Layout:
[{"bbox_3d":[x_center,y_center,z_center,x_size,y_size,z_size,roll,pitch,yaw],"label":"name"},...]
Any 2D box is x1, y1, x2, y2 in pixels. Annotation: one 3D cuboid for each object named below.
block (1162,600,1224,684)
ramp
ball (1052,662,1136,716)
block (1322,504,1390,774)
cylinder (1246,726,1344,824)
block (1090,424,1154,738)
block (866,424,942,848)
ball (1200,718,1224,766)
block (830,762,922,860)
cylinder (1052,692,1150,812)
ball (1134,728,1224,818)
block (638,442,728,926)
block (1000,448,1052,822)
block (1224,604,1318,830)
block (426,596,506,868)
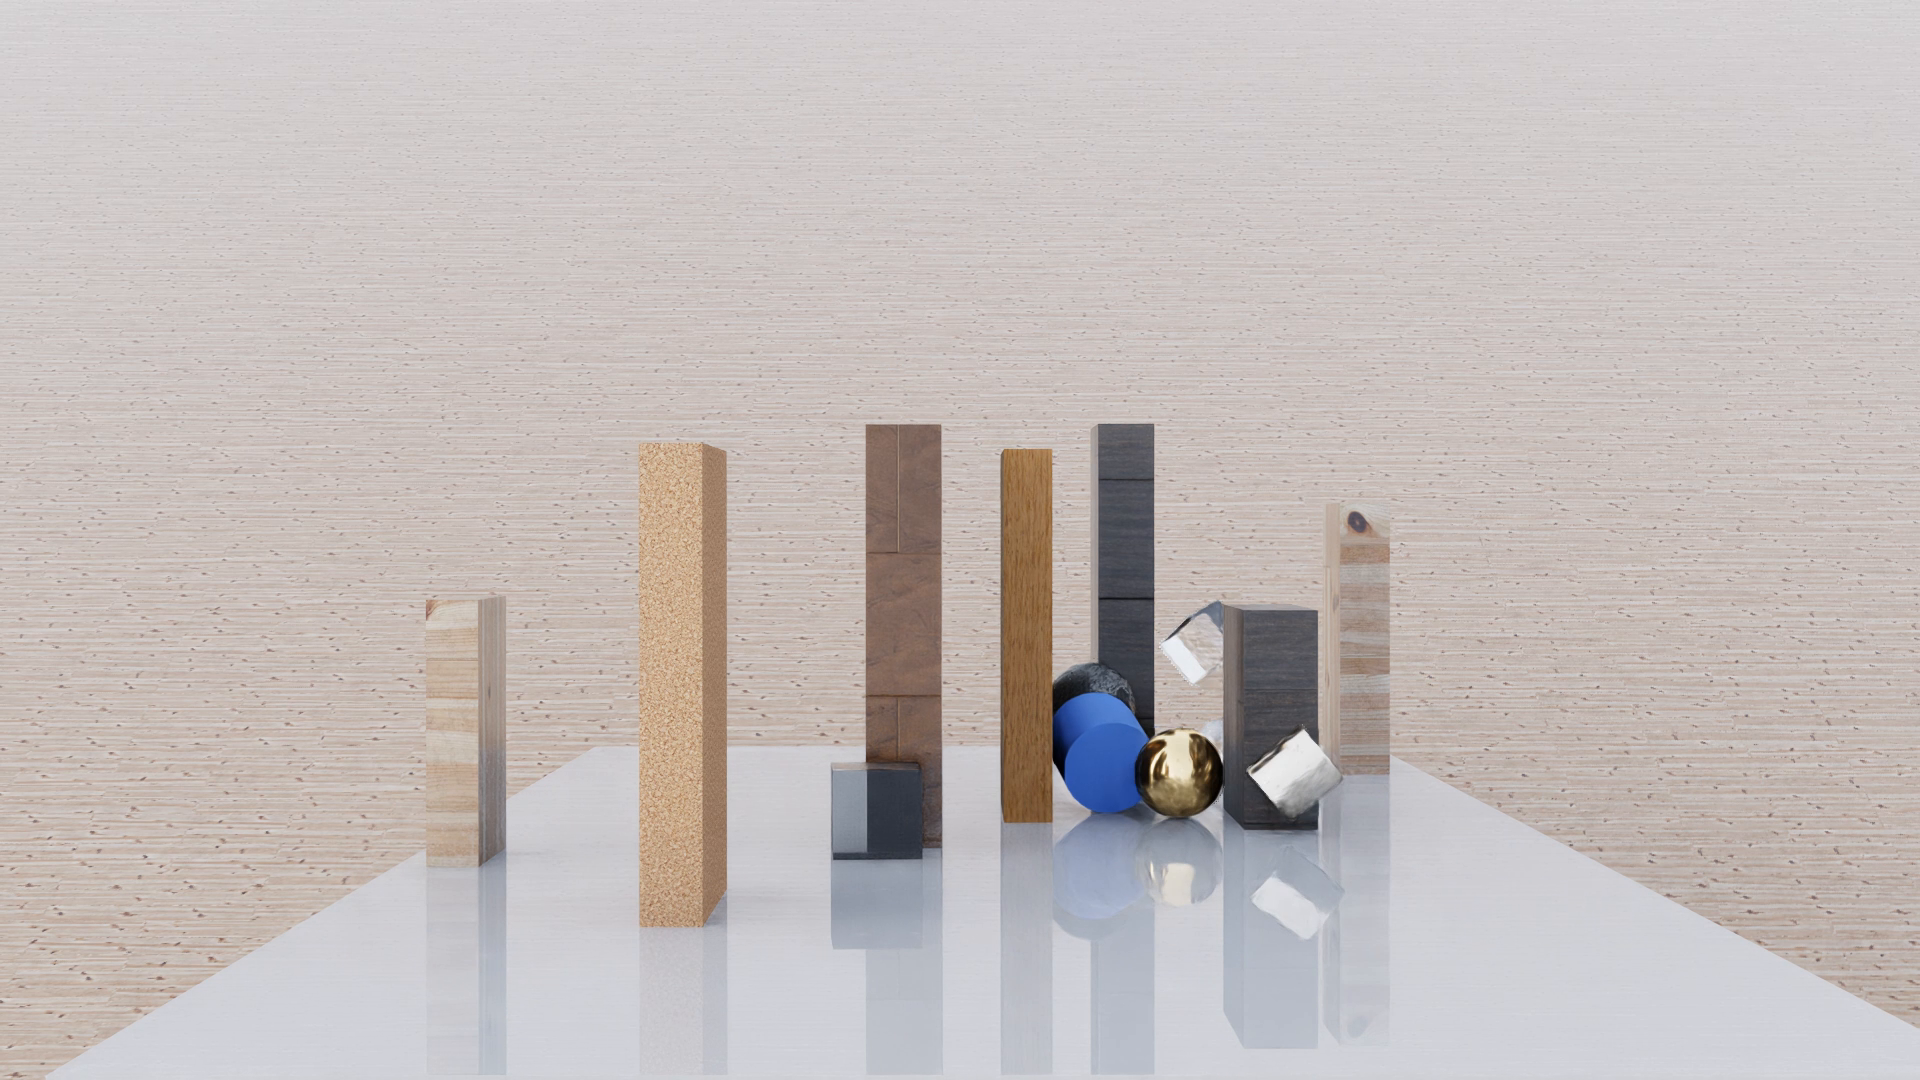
[{"bbox_3d":[0.666,0.276,7.013,0.140,0.140,0.140,-27,74,-46],"label":"block"},{"bbox_3d":[0.066,0.588,4.638,2.000,0.100,4.000,0,0,0],"label":"ramp"},{"bbox_3d":[0.268,0.344,5.315,0.185,0.185,0.185,0,29,0],"label":"ball"},{"bbox_3d":[0.918,0.224,6.006,0.113,0.616,0.278,0,0,0],"label":"block"},{"bbox_3d":[0.612,0.429,4.727,0.127,0.127,0.127,-40,35,1],"label":"cylinder"},{"bbox_3d":[0.347,0.145,5.560,0.118,0.778,0.312,0,0,0],"label":"block"},{"bbox_3d":[-0.099,0.168,4.659,0.133,0.740,0.288,0,0,0],"label":"block"},{"bbox_3d":[0.617,0.475,6.080,0.113,0.113,0.113,0,29,0],"label":"ball"},{"bbox_3d":[-0.144,0.463,4.436,0.151,0.151,0.151,0,0,-4],"label":"block"},{"bbox_3d":[0.281,0.422,5.144,0.187,0.187,0.187,-4,16,-8],"label":"cylinder"},{"bbox_3d":[0.422,0.450,4.989,0.173,0.173,0.173,0,29,0],"label":"ball"},{"bbox_3d":[-0.405,0.202,3.813,0.089,0.678,0.385,0,0,0],"label":"block"},{"bbox_3d":[0.129,0.181,5.112,0.092,0.710,0.408,0,0,0],"label":"block"},{"bbox_3d":[0.595,0.333,4.979,0.137,0.407,0.375,0,0,0],"label":"block"},{"bbox_3d":[-0.837,0.319,4.396,0.086,0.441,0.264,0,0,0],"label":"block"}]
